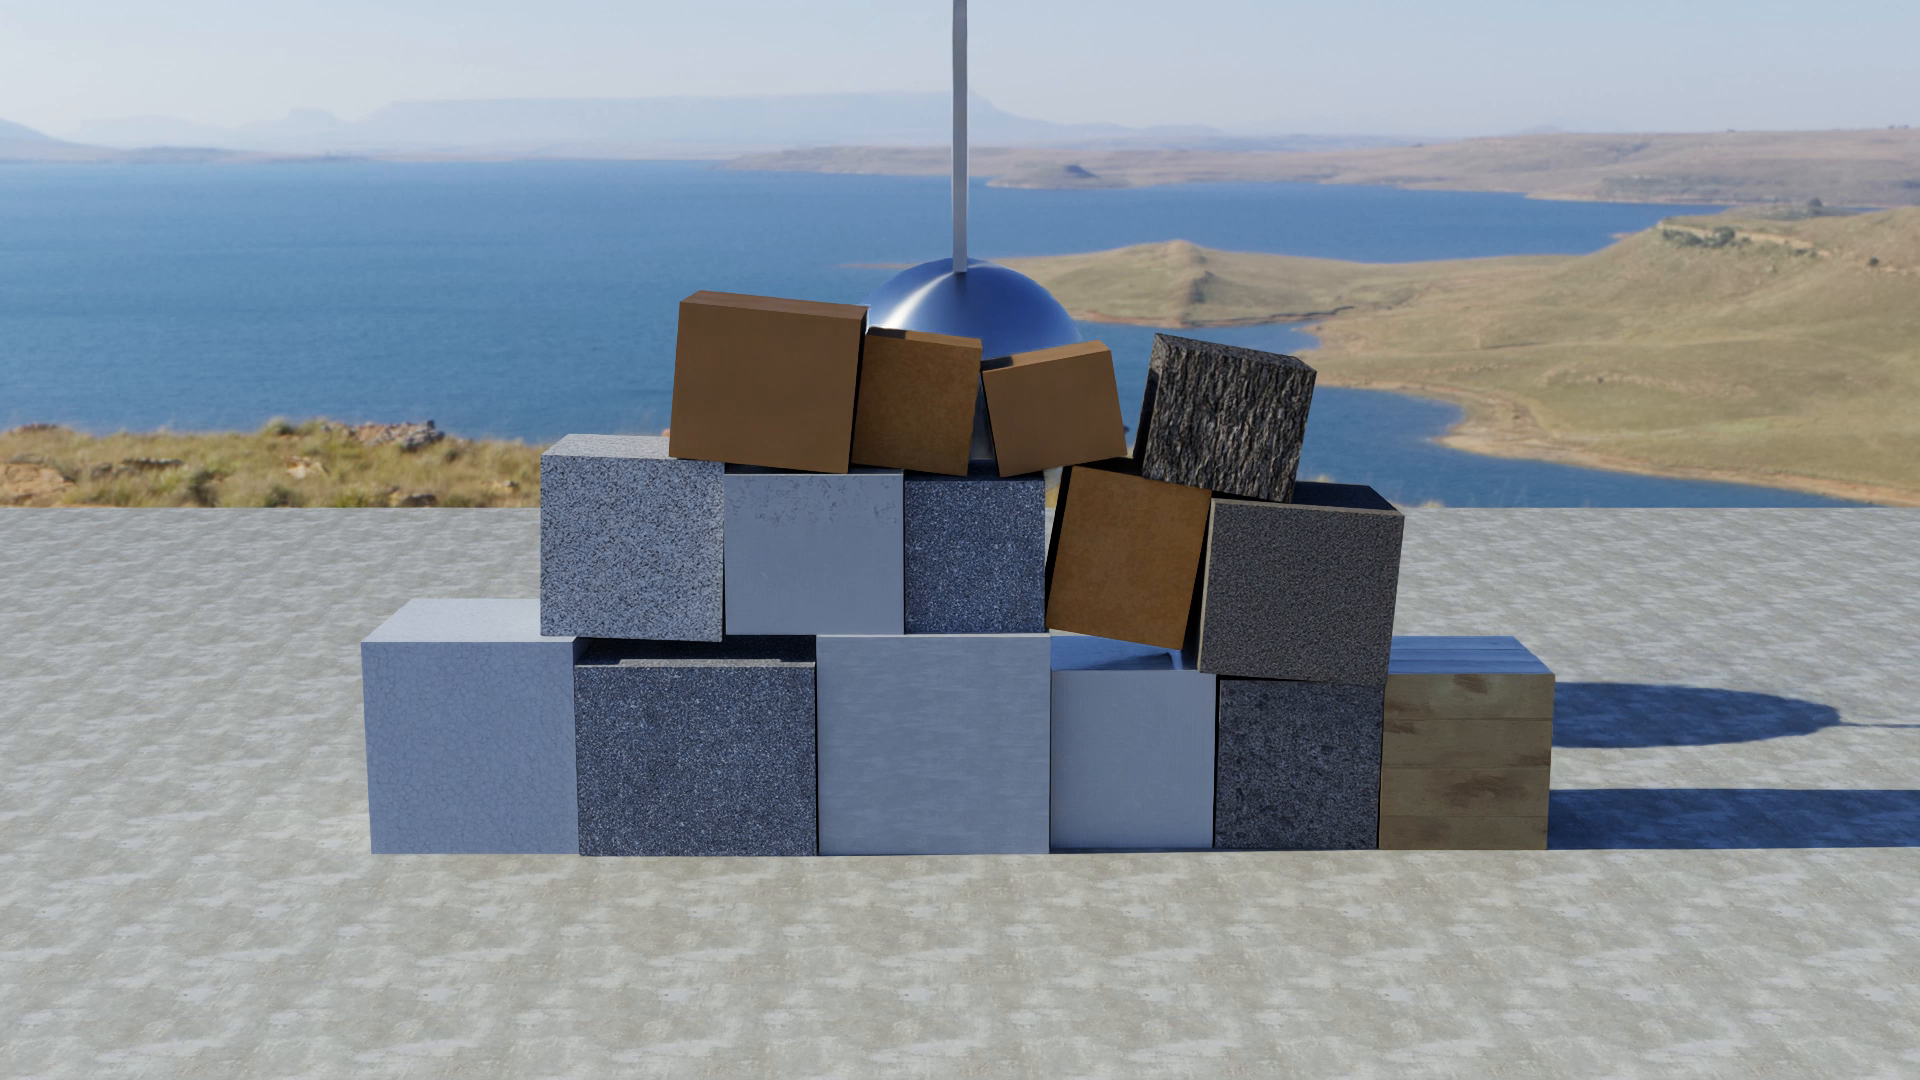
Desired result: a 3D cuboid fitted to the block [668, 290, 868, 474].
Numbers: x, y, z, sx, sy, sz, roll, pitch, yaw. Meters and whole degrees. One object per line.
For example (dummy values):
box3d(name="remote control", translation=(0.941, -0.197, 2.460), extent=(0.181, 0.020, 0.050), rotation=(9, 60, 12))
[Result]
box3d(name="block", translation=(-0.947, -0.807, 11.039), extent=(0.873, 0.754, 0.852), rotation=(6, 10, -1))

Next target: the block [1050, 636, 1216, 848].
box3d(name="block", translation=(0.861, 1.027, 11.355), extent=(0.816, 0.916, 0.776), rotation=(0, 10, 0))

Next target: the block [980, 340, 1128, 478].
box3d(name="block", translation=(0.459, -0.670, 11.071), extent=(0.636, 0.526, 0.615), rotation=(-10, 10, 0))

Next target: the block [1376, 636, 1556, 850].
box3d(name="block", translation=(2.519, 1.032, 11.351), extent=(0.837, 0.909, 0.846), rotation=(0, 10, 0))

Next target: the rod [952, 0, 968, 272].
box3d(name="rod", translation=(0.000, -3.806, 11.402), extent=(0.080, 5.200, 0.080), rotation=(0, 31, 0))

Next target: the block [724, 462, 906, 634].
box3d(name="block", translation=(-0.713, -0.003, 11.170), extent=(0.873, 0.792, 0.880), rotation=(0, 10, 0))

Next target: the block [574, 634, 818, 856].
box3d(name="block", translation=(-1.300, 1.000, 11.364), extent=(1.175, 0.967, 1.078), rotation=(0, 10, 0))

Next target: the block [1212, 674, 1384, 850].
box3d(name="block", translation=(1.690, 1.044, 11.386), extent=(0.807, 0.861, 0.881), rotation=(1, 10, 0))

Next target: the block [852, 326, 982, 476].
box3d(name="block", translation=(-0.215, -0.706, 11.070), extent=(0.575, 0.637, 0.526), rotation=(7, 10, -1))

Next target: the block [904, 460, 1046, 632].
box3d(name="block", translation=(0.073, 0.017, 11.168), extent=(0.687, 0.753, 0.750), rotation=(0, 10, 0))

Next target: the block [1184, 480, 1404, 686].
box3d(name="block", translation=(1.666, 0.182, 11.207), extent=(0.924, 0.849, 0.976), rotation=(4, 10, -1))

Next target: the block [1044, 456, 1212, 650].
box3d(name="block", translation=(0.830, 0.035, 11.199), extent=(0.698, 0.826, 0.651), rotation=(9, 10, -2))

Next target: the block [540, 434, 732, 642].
box3d(name="block", translation=(-1.612, -0.026, 11.181), extent=(0.896, 0.903, 0.780), rotation=(2, 10, 0))

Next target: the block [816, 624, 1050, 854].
box3d(name="block", translation=(-0.129, 0.931, 11.346), extent=(1.146, 1.109, 0.996), rotation=(0, 10, 0))

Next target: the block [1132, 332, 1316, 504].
box3d(name="block", translation=(1.317, -0.627, 11.091), extent=(0.741, 0.659, 0.758), rotation=(10, 10, -1))

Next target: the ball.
box3d(name="ball", translation=(0.000, -0.877, 13.129), extent=(1.600, 1.600, 1.600), rotation=(0, 10, 0))

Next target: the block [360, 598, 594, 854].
box3d(name="block", translation=(-2.416, 0.940, 11.366), extent=(1.036, 1.084, 1.030), rotation=(0, 10, 0))
